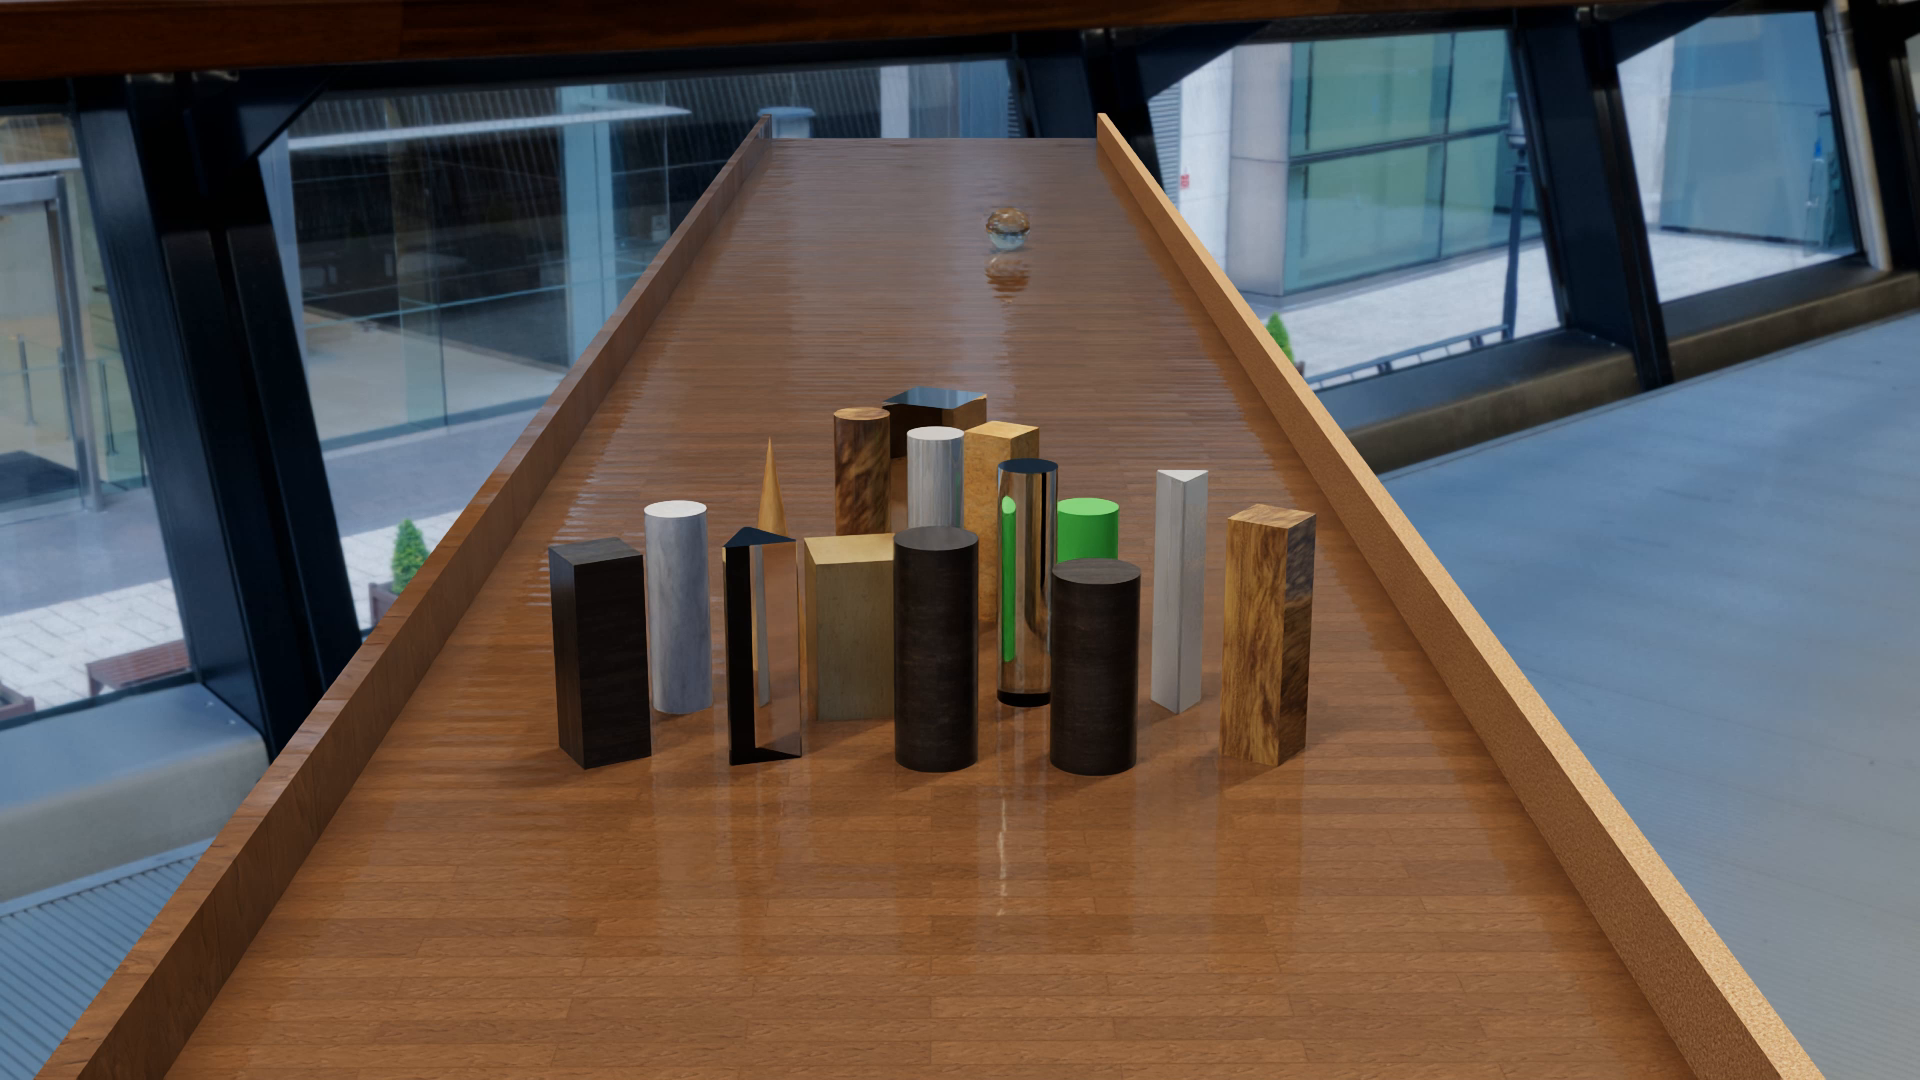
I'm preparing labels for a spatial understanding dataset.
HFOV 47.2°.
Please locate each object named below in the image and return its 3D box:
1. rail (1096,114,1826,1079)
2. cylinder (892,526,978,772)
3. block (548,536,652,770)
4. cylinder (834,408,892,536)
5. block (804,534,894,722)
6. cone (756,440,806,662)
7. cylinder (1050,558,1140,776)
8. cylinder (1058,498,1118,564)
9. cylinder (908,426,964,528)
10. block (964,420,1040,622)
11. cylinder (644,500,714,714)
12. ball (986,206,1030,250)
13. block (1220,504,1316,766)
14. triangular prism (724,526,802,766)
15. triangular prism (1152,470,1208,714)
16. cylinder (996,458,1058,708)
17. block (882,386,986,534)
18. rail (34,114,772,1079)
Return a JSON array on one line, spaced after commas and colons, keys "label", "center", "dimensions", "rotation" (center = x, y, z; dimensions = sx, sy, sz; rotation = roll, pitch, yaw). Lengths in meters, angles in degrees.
[{"label": "rail", "center": [0.932, -0.844, 7.801], "dimensions": [0.050, 0.150, 12.000], "rotation": [0, 17, -1]}, {"label": "cylinder", "center": [-0.042, 0.192, 3.867], "dimensions": [0.149, 0.407, 0.149], "rotation": [0, 17, 0]}, {"label": "block", "center": [-0.637, 0.199, 3.897], "dimensions": [0.127, 0.376, 0.127], "rotation": [-9, 19, -29]}, {"label": "cylinder", "center": [-0.202, -0.046, 4.596], "dimensions": [0.116, 0.448, 0.116], "rotation": [0, 17, 0]}, {"label": "block", "center": [-0.194, 0.162, 4.144], "dimensions": [0.173, 0.306, 0.173], "rotation": [-3, 17, -10]}, {"label": "cone", "center": [-0.374, 0.012, 4.388], "dimensions": [0.145, 0.456, 0.145], "rotation": [0, 17, 0]}, {"label": "cylinder", "center": [0.237, 0.222, 3.864], "dimensions": [0.155, 0.351, 0.155], "rotation": [0, 17, 0]}, {"label": "cylinder", "center": [0.252, 0.081, 4.415], "dimensions": [0.128, 0.308, 0.128], "rotation": [0, 17, 0]}, {"label": "cylinder", "center": [-0.048, 0.011, 4.385], "dimensions": [0.113, 0.460, 0.113], "rotation": [0, 17, 0]}, {"label": "block", "center": [0.087, -0.037, 4.642], "dimensions": [0.114, 0.404, 0.114], "rotation": [10, 20, 31]}, {"label": "cylinder", "center": [-0.528, 0.126, 4.130], "dimensions": [0.115, 0.384, 0.115], "rotation": [0, 17, 0]}, {"label": "ball", "center": [0.205, -1.328, 9.369], "dimensions": [0.184, 0.184, 0.184], "rotation": [0, 17, 0]}, {"label": "block", "center": [0.544, 0.168, 3.894], "dimensions": [0.115, 0.438, 0.115], "rotation": [11, 20, 32]}, {"label": "triangular prism", "center": [-0.362, 0.185, 3.900], "dimensions": [0.130, 0.403, 0.113], "rotation": [-5, 17, -17]}, {"label": "triangular prism", "center": [0.400, 0.093, 4.122], "dimensions": [0.081, 0.452, 0.093], "rotation": [10, 19, 31]}, {"label": "cylinder", "center": [0.127, 0.081, 4.150], "dimensions": [0.113, 0.458, 0.113], "rotation": [0, 17, 0]}, {"label": "block", "center": [-0.055, -0.115, 4.888], "dimensions": [0.171, 0.413, 0.171], "rotation": [8, 18, 25]}, {"label": "rail", "center": [-1.118, -0.838, 7.780], "dimensions": [0.050, 0.150, 12.000], "rotation": [0, 17, -1]}]
